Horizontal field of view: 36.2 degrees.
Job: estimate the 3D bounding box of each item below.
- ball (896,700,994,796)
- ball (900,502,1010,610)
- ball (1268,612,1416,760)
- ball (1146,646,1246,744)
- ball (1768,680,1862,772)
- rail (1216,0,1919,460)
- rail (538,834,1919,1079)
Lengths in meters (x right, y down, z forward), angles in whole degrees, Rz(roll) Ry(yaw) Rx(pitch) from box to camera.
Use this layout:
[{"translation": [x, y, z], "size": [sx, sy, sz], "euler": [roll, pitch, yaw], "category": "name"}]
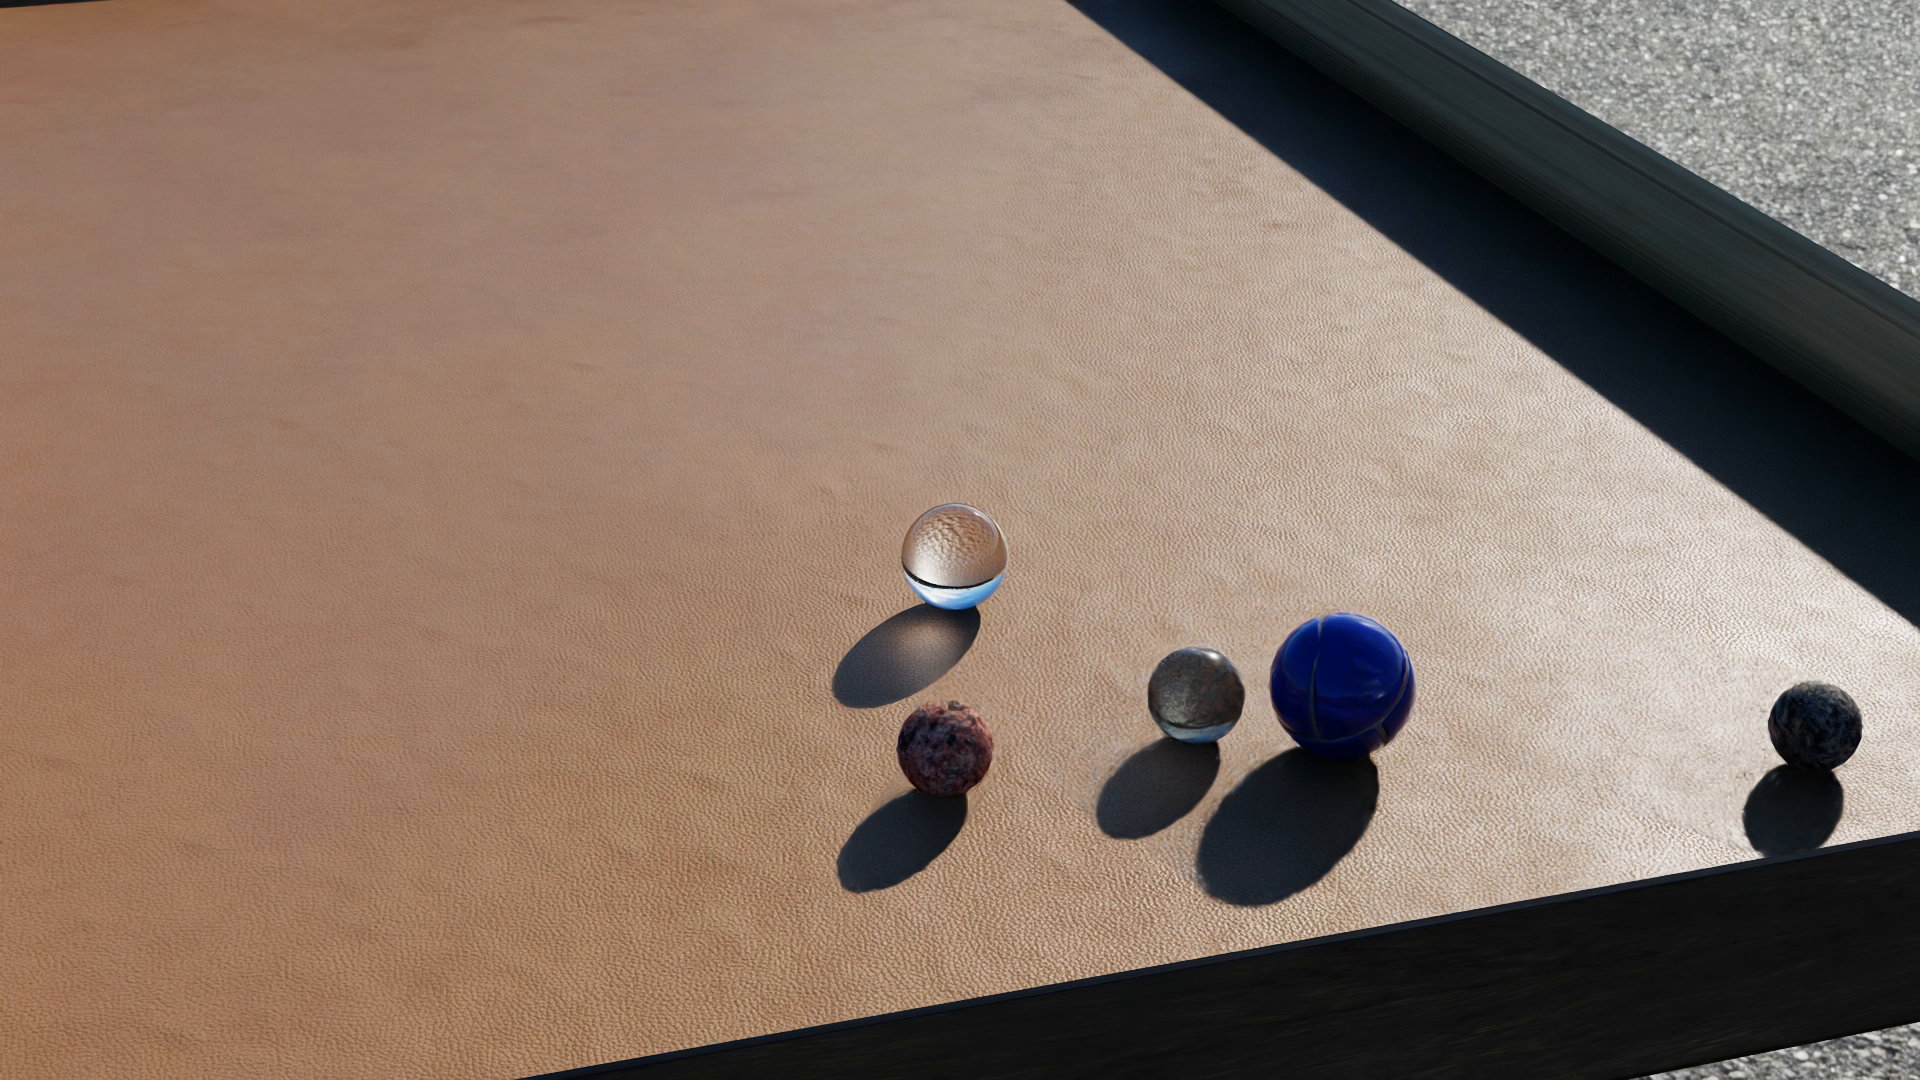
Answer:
[{"translation": [-0.009, 0.127, 1.800], "size": [0.059, 0.059, 0.059], "euler": [0, 25, 0], "category": "ball"}, {"translation": [-0.003, 0.012, 2.030], "size": [0.075, 0.075, 0.075], "euler": [0, 25, 0], "category": "ball"}, {"translation": [0.239, 0.091, 1.839], "size": [0.092, 0.092, 0.092], "euler": [0, 25, 0], "category": "ball"}, {"translation": [0.149, 0.098, 1.858], "size": [0.062, 0.062, 0.062], "euler": [0, 25, 0], "category": "ball"}, {"translation": [0.531, 0.116, 1.827], "size": [0.057, 0.057, 0.057], "euler": [0, 25, 0], "category": "ball"}, {"translation": [0.512, -0.394, 2.844], "size": [0.045, 0.119, 2.708], "euler": [-8, 26, -16], "category": "rail"}, {"translation": [0.196, 0.237, 1.491], "size": [1.546, 0.119, 0.045], "euler": [-8, 26, -16], "category": "rail"}]
